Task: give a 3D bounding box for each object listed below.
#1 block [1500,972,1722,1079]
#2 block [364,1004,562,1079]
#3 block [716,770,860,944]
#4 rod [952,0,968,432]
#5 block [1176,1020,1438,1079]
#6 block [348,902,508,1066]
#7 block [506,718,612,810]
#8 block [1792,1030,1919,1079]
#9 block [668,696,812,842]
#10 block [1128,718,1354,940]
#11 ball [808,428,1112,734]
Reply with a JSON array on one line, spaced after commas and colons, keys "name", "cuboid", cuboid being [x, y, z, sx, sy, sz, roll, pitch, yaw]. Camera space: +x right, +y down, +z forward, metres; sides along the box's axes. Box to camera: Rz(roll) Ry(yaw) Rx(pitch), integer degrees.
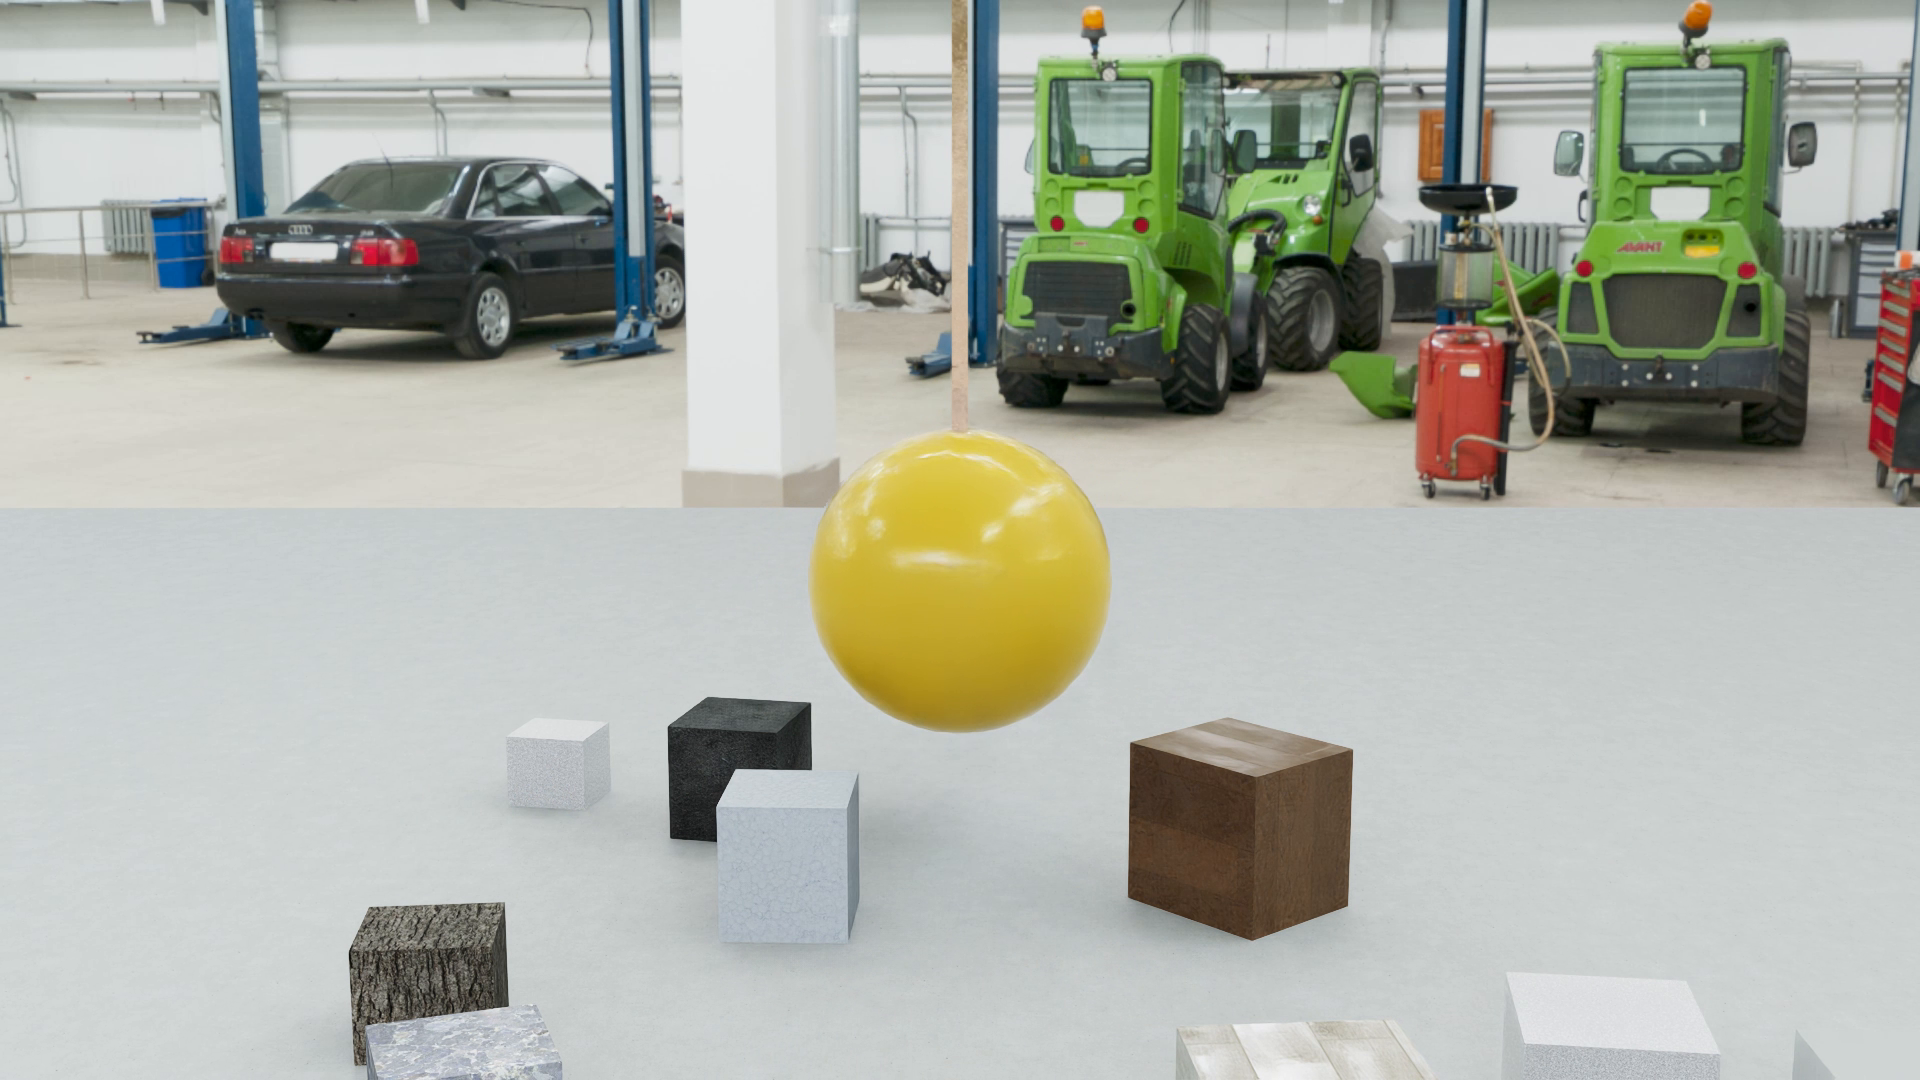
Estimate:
[{"name": "block", "cuboid": [2.229, 1.892, 7.608, 0.626, 0.555, 0.643, 1, 10, 8]}, {"name": "block", "cuboid": [-1.609, 1.935, 7.152, 0.560, 0.634, 0.506, -4, 11, -20]}, {"name": "block", "cuboid": [-0.769, 1.427, 9.982, 0.574, 0.622, 0.583, 0, 10, 2]}, {"name": "rod", "cuboid": [0.000, -3.096, 10.757, 0.080, 5.200, 0.080, 0, 13, 0]}, {"name": "block", "cuboid": [1.083, 1.966, 6.795, 0.718, 0.700, 0.729, -1, 10, -5]}, {"name": "block", "cuboid": [-2.086, 1.744, 8.683, 0.539, 0.461, 0.501, -1, 10, -6]}, {"name": "block", "cuboid": [-2.164, 1.205, 11.875, 0.433, 0.379, 0.390, 2, 11, 12]}, {"name": "block", "cuboid": [3.058, 1.966, 7.330, 0.421, 0.509, 0.463, 0, 10, 3]}, {"name": "block", "cuboid": [-1.130, 1.188, 11.383, 0.574, 0.590, 0.618, 2, 11, 12]}, {"name": "block", "cuboid": [1.296, 1.319, 10.203, 0.678, 0.754, 0.764, -9, 14, -41]}, {"name": "ball", "cuboid": [0.000, 0.212, 11.541, 1.600, 1.600, 1.600, 0, 10, 0]}]
